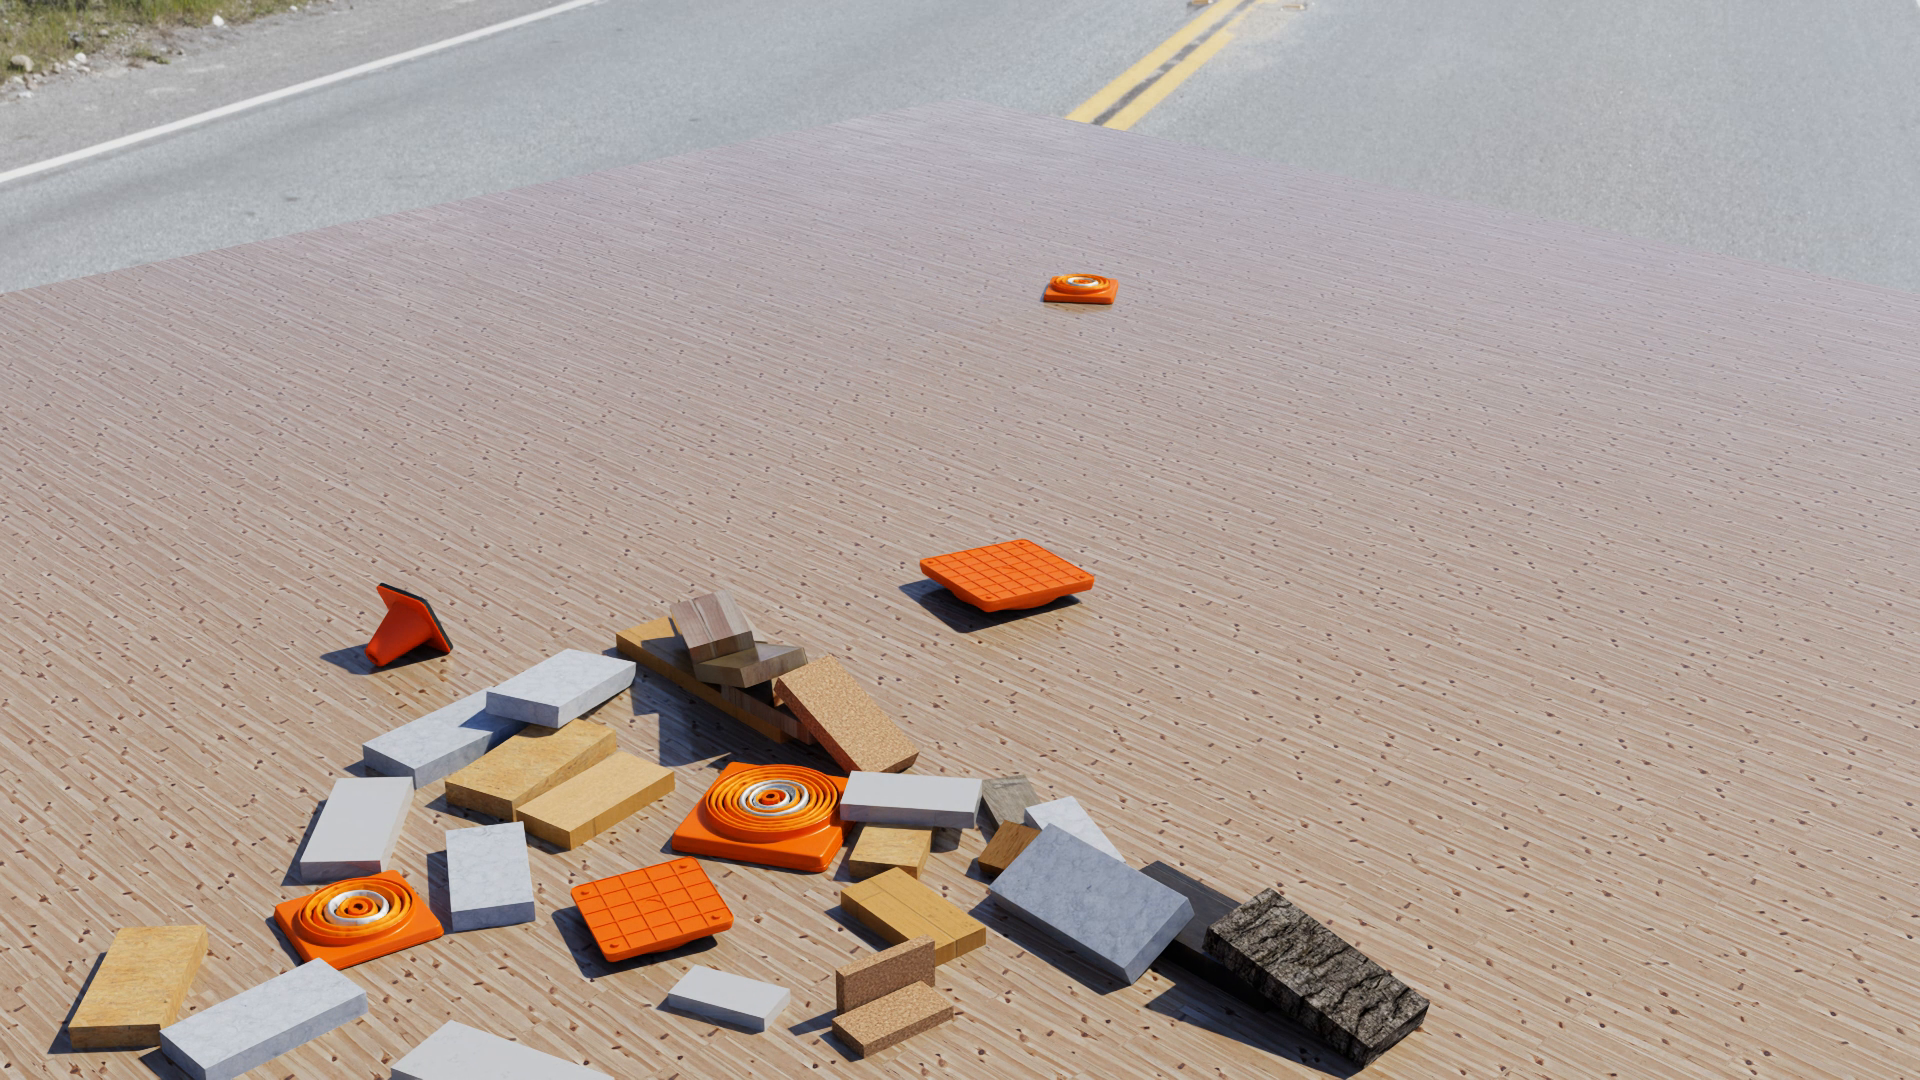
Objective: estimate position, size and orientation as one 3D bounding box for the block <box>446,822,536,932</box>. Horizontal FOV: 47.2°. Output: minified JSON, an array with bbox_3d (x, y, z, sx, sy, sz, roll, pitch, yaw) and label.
[{"bbox_3d":[-0.899,0.639,4.200,0.150,0.043,0.301,-6,24,-13],"label":"block"}]

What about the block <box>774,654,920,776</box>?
[{"bbox_3d":[-0.240,0.381,4.637,0.151,0.043,0.301,-23,59,-41],"label":"block"}]

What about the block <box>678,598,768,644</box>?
[{"bbox_3d":[-0.559,0.206,5.146,0.143,0.041,0.286,5,15,-22],"label":"block"}]

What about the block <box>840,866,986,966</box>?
[{"bbox_3d":[-0.088,0.698,4.068,0.133,0.038,0.266,-17,29,-35],"label":"block"}]

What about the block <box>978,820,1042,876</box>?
[{"bbox_3d":[0.152,0.613,4.216,0.214,0.030,0.107,13,50,33],"label":"block"}]

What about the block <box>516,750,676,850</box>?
[{"bbox_3d":[-0.738,0.526,4.466,0.150,0.043,0.301,16,28,32],"label":"block"}]

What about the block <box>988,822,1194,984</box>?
[{"bbox_3d":[0.238,0.663,4.040,0.178,0.050,0.356,-44,42,-22],"label":"block"}]

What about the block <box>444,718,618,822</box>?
[{"bbox_3d":[-0.892,0.470,4.591,0.173,0.049,0.346,12,26,26],"label":"block"}]

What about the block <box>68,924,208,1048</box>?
[{"bbox_3d":[-1.439,0.781,3.865,0.152,0.043,0.304,-1,23,-3],"label":"block"}]

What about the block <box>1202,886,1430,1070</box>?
[{"bbox_3d":[0.615,0.754,3.814,0.356,0.050,0.178,34,39,32],"label":"block"}]

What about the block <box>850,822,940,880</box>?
[{"bbox_3d":[-0.122,0.585,4.335,0.133,0.038,0.266,4,23,10],"label":"block"}]

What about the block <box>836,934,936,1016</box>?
[{"bbox_3d":[-0.129,0.764,3.838,0.190,0.095,0.027,-16,28,-32],"label":"block"}]

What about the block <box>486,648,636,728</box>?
[{"bbox_3d":[-0.875,0.324,4.845,0.173,0.049,0.363,10,15,16],"label":"block"}]

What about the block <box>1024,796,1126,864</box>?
[{"bbox_3d":[0.223,0.586,4.294,0.107,0.030,0.214,-11,35,-25],"label":"block"}]

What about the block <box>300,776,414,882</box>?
[{"bbox_3d":[-1.192,0.570,4.362,0.152,0.043,0.327,-1,23,-2],"label":"block"}]

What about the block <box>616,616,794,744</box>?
[{"bbox_3d":[-0.542,0.310,4.979,0.143,0.041,0.630,-19,30,-38],"label":"block"}]

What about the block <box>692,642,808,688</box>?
[{"bbox_3d":[-0.460,0.272,4.799,0.151,0.043,0.301,-18,7,-25],"label":"block"}]

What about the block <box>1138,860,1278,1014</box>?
[{"bbox_3d":[0.453,0.717,4.007,0.178,0.050,0.415,-20,30,-39],"label":"block"}]

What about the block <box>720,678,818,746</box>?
[{"bbox_3d":[-0.366,0.350,4.777,0.151,0.043,0.301,-20,30,-39],"label":"block"}]

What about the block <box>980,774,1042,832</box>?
[{"bbox_3d":[0.109,0.544,4.440,0.107,0.030,0.214,-6,24,-14],"label":"block"}]

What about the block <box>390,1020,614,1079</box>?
[{"bbox_3d":[-0.750,0.891,3.607,0.341,0.043,0.150,12,26,25],"label":"block"}]

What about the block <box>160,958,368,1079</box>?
[{"bbox_3d":[-1.188,0.824,3.764,0.152,0.043,0.304,20,30,39],"label":"block"}]

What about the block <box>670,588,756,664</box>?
[{"bbox_3d":[-0.565,0.194,4.995,0.143,0.041,0.286,-16,22,-11],"label":"block"}]

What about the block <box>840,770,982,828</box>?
[{"bbox_3d":[-0.096,0.518,4.394,0.266,0.038,0.133,3,23,6],"label":"block"}]

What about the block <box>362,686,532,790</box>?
[{"bbox_3d":[-1.081,0.420,4.708,0.173,0.049,0.347,17,29,35],"label":"block"}]

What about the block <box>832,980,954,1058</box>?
[{"bbox_3d":[-0.115,0.824,3.785,0.190,0.027,0.095,-17,28,-34],"label":"block"}]

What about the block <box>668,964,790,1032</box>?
[{"bbox_3d":[-0.403,0.799,3.843,0.190,0.027,0.095,10,25,22],"label":"block"}]
